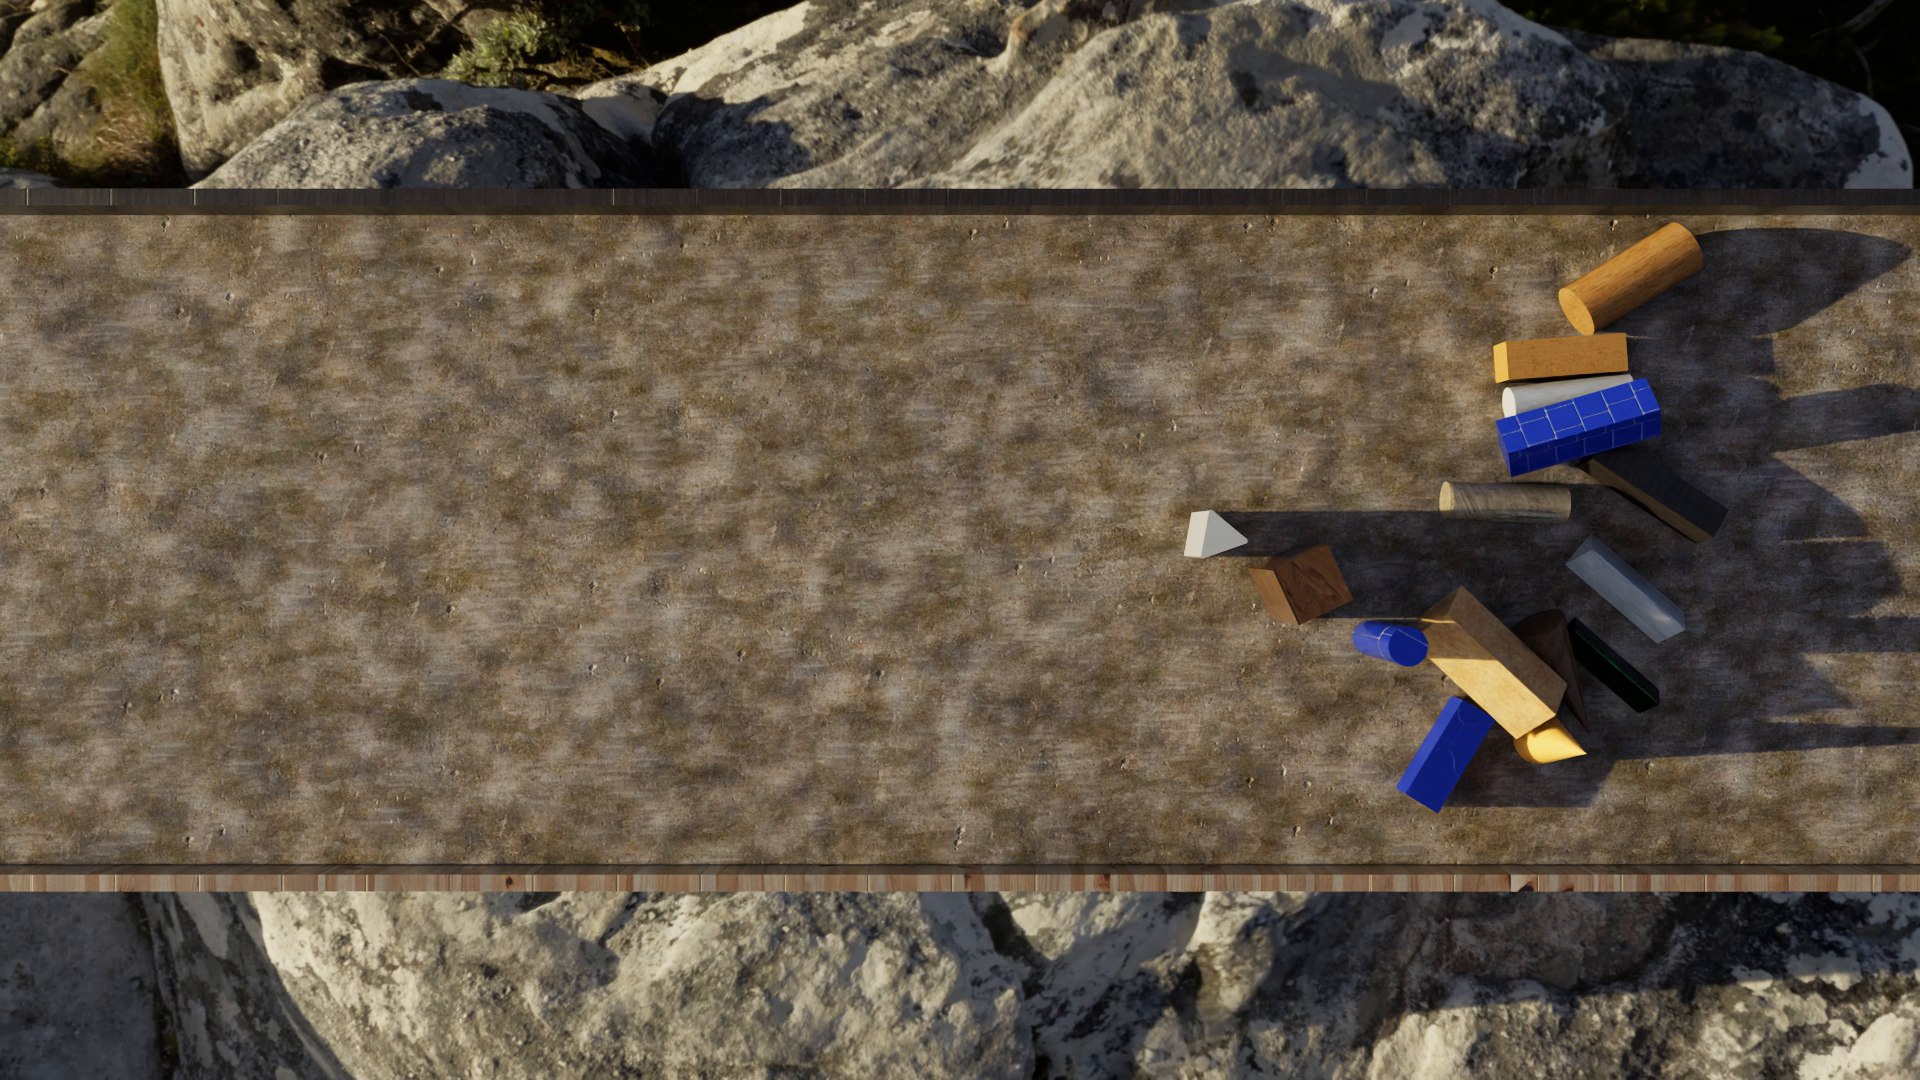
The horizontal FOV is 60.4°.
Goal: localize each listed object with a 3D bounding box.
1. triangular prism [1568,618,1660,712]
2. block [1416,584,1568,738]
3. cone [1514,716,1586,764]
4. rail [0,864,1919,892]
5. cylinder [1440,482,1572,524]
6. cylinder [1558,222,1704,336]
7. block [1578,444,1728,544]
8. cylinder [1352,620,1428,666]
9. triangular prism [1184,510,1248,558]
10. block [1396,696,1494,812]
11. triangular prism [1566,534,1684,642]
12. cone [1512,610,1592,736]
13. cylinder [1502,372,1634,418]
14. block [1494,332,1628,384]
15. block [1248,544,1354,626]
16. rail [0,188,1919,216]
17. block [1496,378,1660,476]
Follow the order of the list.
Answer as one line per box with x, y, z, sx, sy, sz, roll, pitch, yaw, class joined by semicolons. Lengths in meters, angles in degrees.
1.989;0.386;5.033;0.340;0.083;0.096;41;90;0;triangular prism
1.591;0.367;4.963;0.437;0.161;0.161;43;134;0;block
1.785;0.609;4.888;0.163;0.378;0.163;0;90;0;cone
-2.247;1.025;5.001;12.000;0.150;0.050;0;90;0;rail
1.657;-0.113;5.018;0.362;0.117;0.117;2;90;0;cylinder
2.029;-0.789;4.993;0.383;0.169;0.169;-31;90;0;cylinder
2.105;-0.158;5.015;0.433;0.103;0.103;33;78;0;block
1.263;0.301;4.861;0.112;0.430;0.112;0;90;0;cylinder
0.737;-0.029;4.898;0.140;0.356;0.121;-20;90;0;triangular prism
1.476;0.651;5.019;0.114;0.114;0.332;31;90;0;block
2.042;0.149;5.020;0.371;0.107;0.124;41;90;0;triangular prism
1.847;0.431;5.036;0.166;0.166;0.412;-29;101;0;cone
1.852;-0.431;5.019;0.364;0.115;0.115;-7;90;0;cylinder
1.826;-0.553;5.019;0.362;0.115;0.115;-4;90;0;block
0.999;0.128;4.870;0.172;0.412;0.172;-25;90;0;block
-2.247;-1.025;5.002;12.000;0.150;0.050;0;90;0;rail
1.851;-0.336;4.944;0.442;0.127;0.127;-16;53;12;block
